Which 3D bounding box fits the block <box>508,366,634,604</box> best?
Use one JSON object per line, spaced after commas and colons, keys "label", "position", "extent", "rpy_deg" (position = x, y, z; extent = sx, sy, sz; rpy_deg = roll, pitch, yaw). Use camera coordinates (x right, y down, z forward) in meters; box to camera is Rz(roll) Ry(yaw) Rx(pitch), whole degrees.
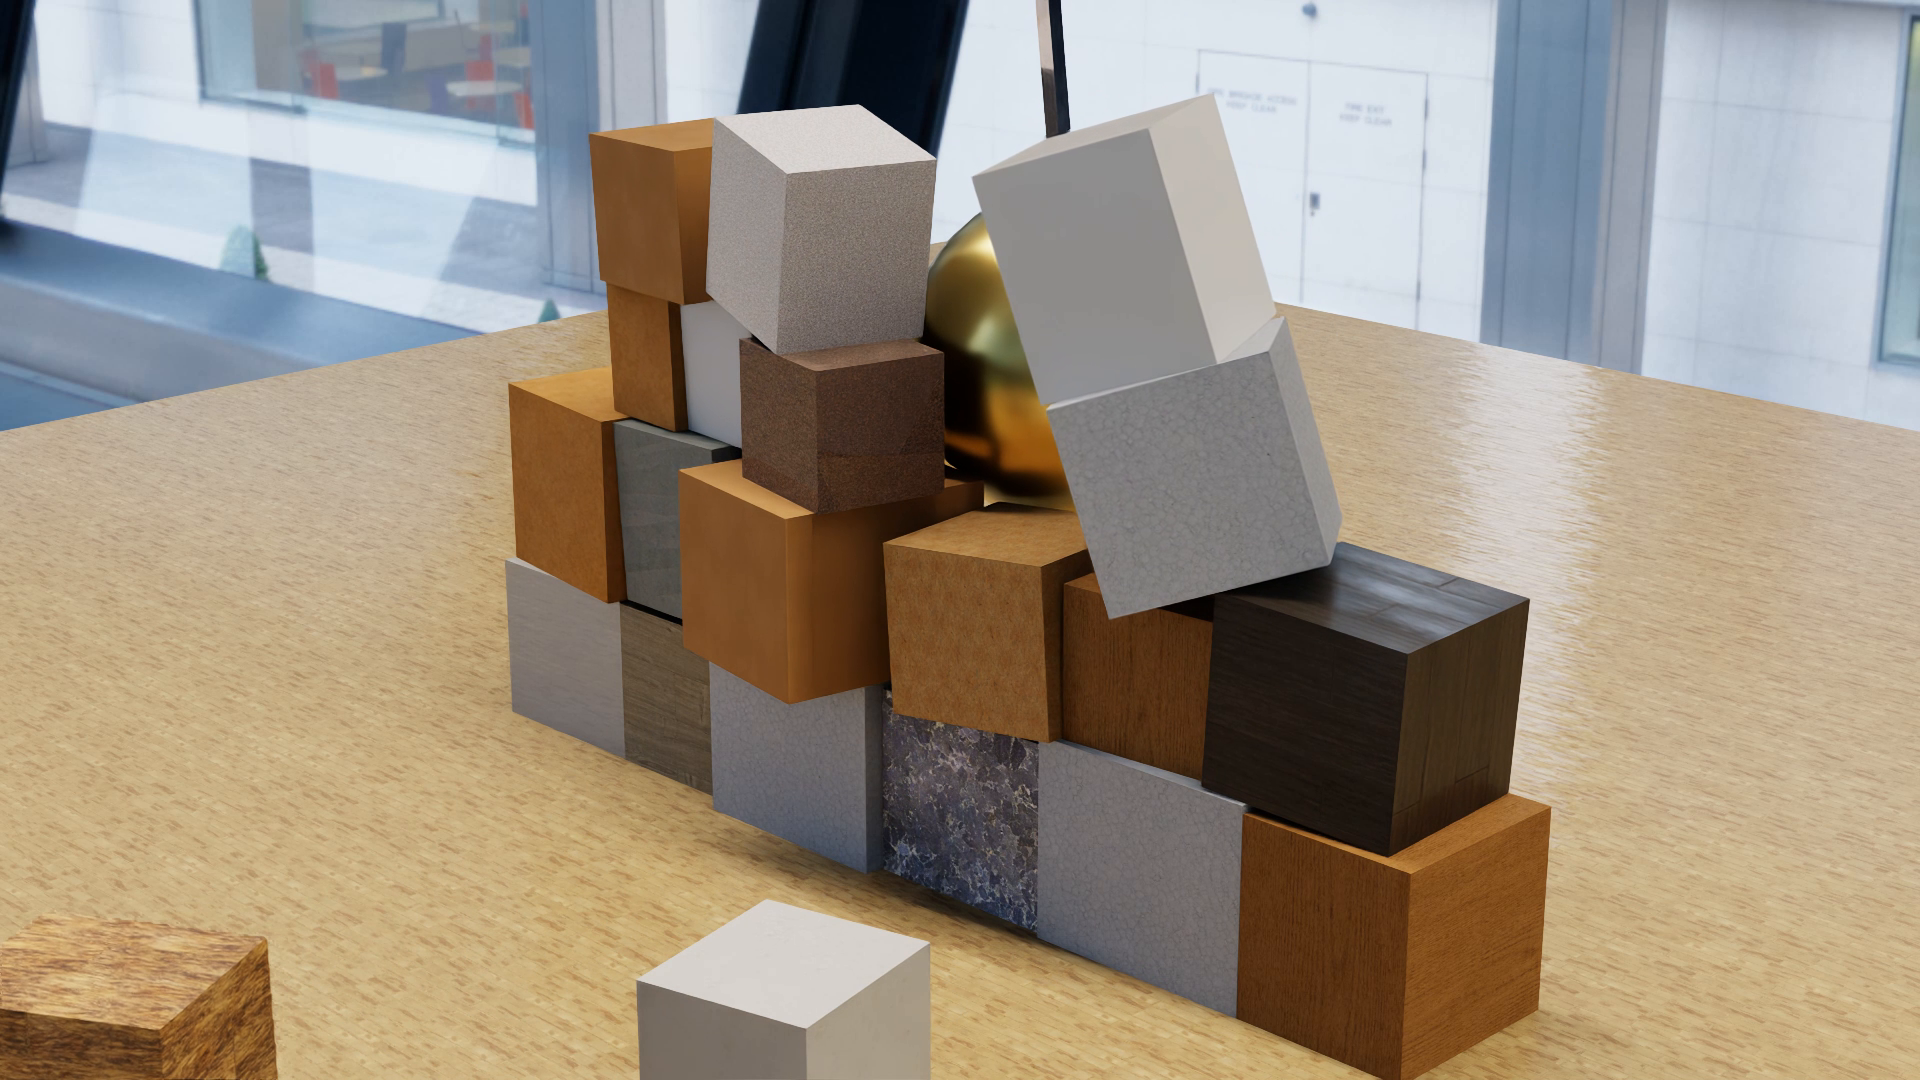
{"label": "block", "position": [-1.647, -0.326, 15.018], "extent": [0.943, 0.934, 0.947], "rpy_deg": [-13, 21, -35]}

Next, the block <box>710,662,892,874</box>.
{"label": "block", "position": [-0.416, 0.857, 14.067], "extent": [1.118, 0.929, 1.086], "rpy_deg": [-17, 24, -42]}

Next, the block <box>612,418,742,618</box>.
{"label": "block", "position": [-1.031, -0.148, 14.289], "extent": [0.910, 0.893, 0.911], "rpy_deg": [-13, 17, -34]}

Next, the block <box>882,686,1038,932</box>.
{"label": "block", "position": [0.319, 1.102, 13.361], "extent": [0.911, 0.885, 0.988], "rpy_deg": [-17, 24, -42]}

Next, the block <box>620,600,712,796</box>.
{"label": "block", "position": [-1.103, 0.705, 14.711], "extent": [0.864, 0.833, 0.800], "rpy_deg": [-17, 24, -42]}

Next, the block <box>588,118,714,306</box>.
{"label": "block", "position": [-1.180, -1.587, 13.960], "extent": [0.817, 0.711, 0.861], "rpy_deg": [-13, 19, -31]}

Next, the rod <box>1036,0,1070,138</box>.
{"label": "rod", "position": [0.234, -3.984, 12.335], "extent": [0.080, 5.200, 0.080], "rpy_deg": [17, 31, 42]}

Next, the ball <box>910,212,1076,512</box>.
{"label": "ball", "position": [0.540, -0.859, 13.638], "extent": [1.600, 1.600, 1.600], "rpy_deg": [0, 17, 0]}

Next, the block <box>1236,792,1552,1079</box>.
{"label": "block", "position": [1.768, 1.525, 11.976], "extent": [0.833, 0.909, 0.945], "rpy_deg": [17, 24, 42]}

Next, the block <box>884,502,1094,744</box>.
{"label": "block", "position": [0.277, 0.343, 12.897], "extent": [0.854, 0.776, 0.831], "rpy_deg": [8, 18, 37]}

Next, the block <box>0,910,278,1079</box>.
{"label": "block", "position": [-3.111, 1.948, 10.743], "extent": [0.918, 0.841, 0.775], "rpy_deg": [5, 18, 15]}

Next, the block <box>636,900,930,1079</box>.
{"label": "block", "position": [-0.639, 1.929, 10.839], "extent": [0.740, 0.820, 0.818], "rpy_deg": [10, 20, 30]}

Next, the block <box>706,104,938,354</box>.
{"label": "block", "position": [-0.632, -1.399, 13.101], "extent": [0.724, 0.836, 0.772], "rpy_deg": [-9, 30, -27]}

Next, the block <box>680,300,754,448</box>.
{"label": "block", "position": [-0.839, -0.840, 13.793], "extent": [0.672, 0.667, 0.701], "rpy_deg": [-12, 18, -31]}

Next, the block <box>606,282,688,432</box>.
{"label": "block", "position": [-1.265, -0.958, 14.302], "extent": [0.669, 0.669, 0.611], "rpy_deg": [-12, 19, -33]}

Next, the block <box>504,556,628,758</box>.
{"label": "block", "position": [-1.736, 0.516, 15.298], "extent": [0.823, 0.842, 0.946], "rpy_deg": [-17, 24, -42]}

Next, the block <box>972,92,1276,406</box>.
{"label": "block", "position": [0.681, -1.186, 11.869], "extent": [0.764, 0.953, 0.891], "rpy_deg": [-12, 12, 25]}

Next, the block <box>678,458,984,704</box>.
{"label": "block", "position": [-0.590, 0.113, 13.458], "extent": [1.054, 0.857, 0.932], "rpy_deg": [-12, 21, -33]}

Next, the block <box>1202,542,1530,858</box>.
{"label": "block", "position": [1.632, 0.620, 11.836], "extent": [0.913, 0.853, 0.877], "rpy_deg": [19, 25, 38]}

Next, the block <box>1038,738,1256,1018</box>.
{"label": "block", "position": [1.078, 1.299, 12.635], "extent": [1.117, 0.946, 0.978], "rpy_deg": [16, 24, 42]}

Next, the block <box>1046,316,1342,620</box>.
{"label": "block", "position": [0.968, -0.302, 11.901], "extent": [0.912, 0.884, 0.760], "rpy_deg": [-15, 11, 15]}

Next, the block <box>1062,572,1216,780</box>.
{"label": "block", "position": [0.985, 0.503, 12.430], "extent": [0.782, 0.696, 0.782], "rpy_deg": [14, 22, 38]}

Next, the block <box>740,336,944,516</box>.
{"label": "block", "position": [-0.528, -0.554, 13.081], "extent": [0.644, 0.643, 0.703], "rpy_deg": [-11, 20, -30]}
